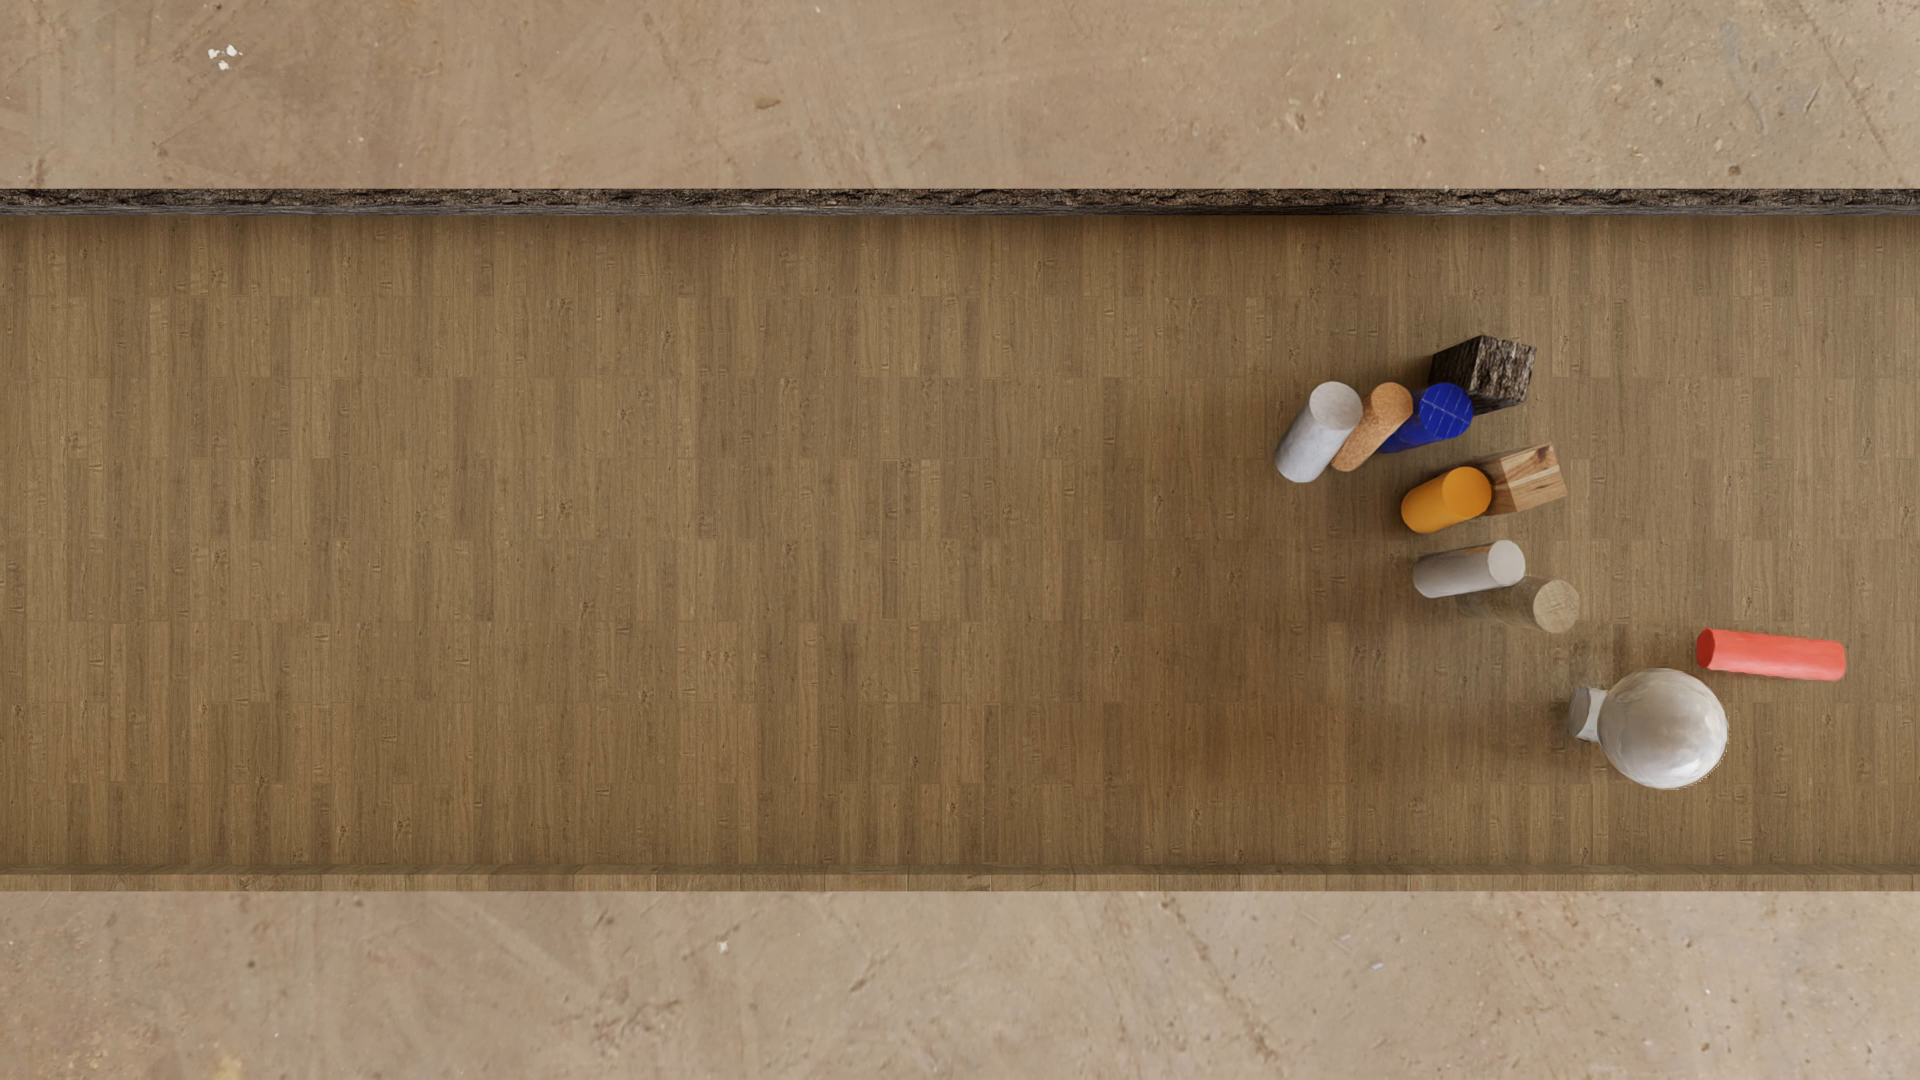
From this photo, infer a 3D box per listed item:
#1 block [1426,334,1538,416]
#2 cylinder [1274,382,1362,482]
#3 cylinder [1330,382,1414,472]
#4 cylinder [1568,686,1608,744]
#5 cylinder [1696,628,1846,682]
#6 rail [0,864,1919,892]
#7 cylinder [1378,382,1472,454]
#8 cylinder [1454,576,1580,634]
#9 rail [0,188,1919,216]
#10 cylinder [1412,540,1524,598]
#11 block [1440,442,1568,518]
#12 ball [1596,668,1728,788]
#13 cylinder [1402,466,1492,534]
[{"bbox_3d":[1.522,-0.478,4.853,0.161,0.440,0.161,13,89,-1],"label":"block"},{"bbox_3d":[1.057,-0.314,4.880,0.157,0.359,0.157,2,67,-6],"label":"cylinder"},{"bbox_3d":[1.202,-0.329,4.864,0.125,0.406,0.125,2,73,-6],"label":"cylinder"},{"bbox_3d":[2.067,0.566,4.997,0.397,0.159,0.159,14,90,0],"label":"cylinder"},{"bbox_3d":[2.463,0.352,5.015,0.397,0.122,0.122,6,90,0],"label":"cylinder"},{"bbox_3d":[-2.247,1.025,5.001,12.000,0.150,0.050,0,90,0],"label":"rail"},{"bbox_3d":[1.345,-0.355,4.861,0.160,0.412,0.160,0,87,-8],"label":"cylinder"},{"bbox_3d":[1.634,0.176,4.858,0.151,0.411,0.151,-1,94,-15],"label":"cylinder"},{"bbox_3d":[-2.247,-1.025,5.002,12.000,0.150,0.050,0,90,0],"label":"rail"},{"bbox_3d":[1.505,0.088,4.894,0.135,0.339,0.135,3,81,-23],"label":"cylinder"},{"bbox_3d":[1.595,-0.170,4.862,0.160,0.411,0.160,-18,90,-8],"label":"block"},{"bbox_3d":[1.997,0.535,4.695,0.342,0.342,0.342,0,90,0],"label":"ball"},{"bbox_3d":[1.440,-0.115,4.896,0.148,0.343,0.148,1,82,-4],"label":"cylinder"}]
